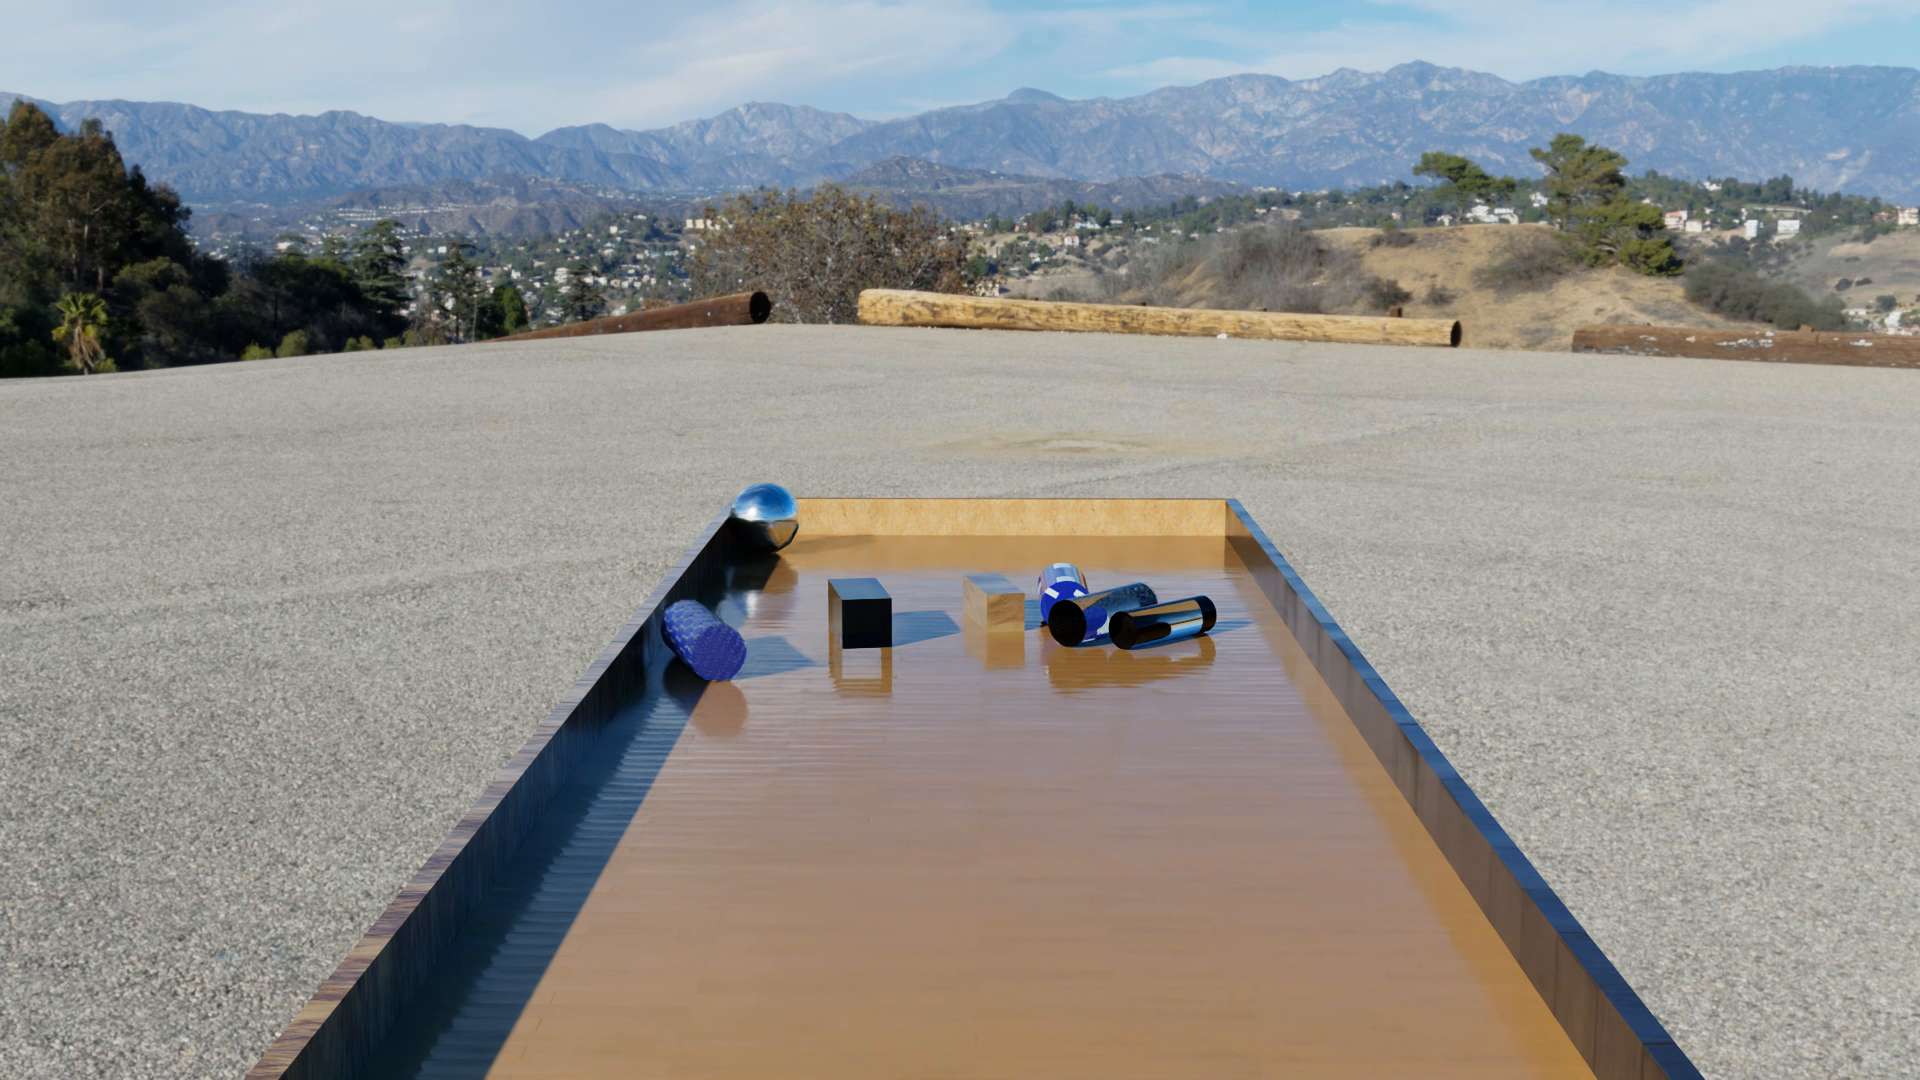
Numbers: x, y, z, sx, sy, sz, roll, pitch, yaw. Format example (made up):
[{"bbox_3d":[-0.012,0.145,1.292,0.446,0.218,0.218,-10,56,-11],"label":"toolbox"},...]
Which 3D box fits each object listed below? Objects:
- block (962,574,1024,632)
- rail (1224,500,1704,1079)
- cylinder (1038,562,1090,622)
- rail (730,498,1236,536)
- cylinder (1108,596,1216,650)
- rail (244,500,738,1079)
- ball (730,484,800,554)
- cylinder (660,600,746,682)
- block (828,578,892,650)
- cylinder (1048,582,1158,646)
[{"bbox_3d":[0.110,0.206,7.307,0.125,0.125,0.382,-2,9,-11],"label":"block"},{"bbox_3d":[1.046,0.843,3.208,0.050,0.150,12.000,0,9,1],"label":"rail"},{"bbox_3d":[0.345,0.187,7.289,0.168,0.168,0.351,0,9,0],"label":"cylinder"},{"bbox_3d":[0.099,-0.098,9.147,2.100,0.150,0.050,0,9,1],"label":"rail"},{"bbox_3d":[0.646,0.260,6.984,0.121,0.121,0.392,9,13,44],"label":"cylinder"},{"bbox_3d":[-1.004,0.839,3.234,0.050,0.150,12.000,0,9,1],"label":"rail"},{"bbox_3d":[-0.770,-0.084,8.658,0.277,0.277,0.277,0,9,0],"label":"ball"},{"bbox_3d":[-0.773,0.298,6.591,0.168,0.168,0.428,-3,10,-19],"label":"cylinder"},{"bbox_3d":[-0.322,0.232,7.044,0.156,0.156,0.374,-2,9,-10],"label":"block"},{"bbox_3d":[0.461,0.237,7.036,0.150,0.150,0.398,7,12,39],"label":"cylinder"}]
